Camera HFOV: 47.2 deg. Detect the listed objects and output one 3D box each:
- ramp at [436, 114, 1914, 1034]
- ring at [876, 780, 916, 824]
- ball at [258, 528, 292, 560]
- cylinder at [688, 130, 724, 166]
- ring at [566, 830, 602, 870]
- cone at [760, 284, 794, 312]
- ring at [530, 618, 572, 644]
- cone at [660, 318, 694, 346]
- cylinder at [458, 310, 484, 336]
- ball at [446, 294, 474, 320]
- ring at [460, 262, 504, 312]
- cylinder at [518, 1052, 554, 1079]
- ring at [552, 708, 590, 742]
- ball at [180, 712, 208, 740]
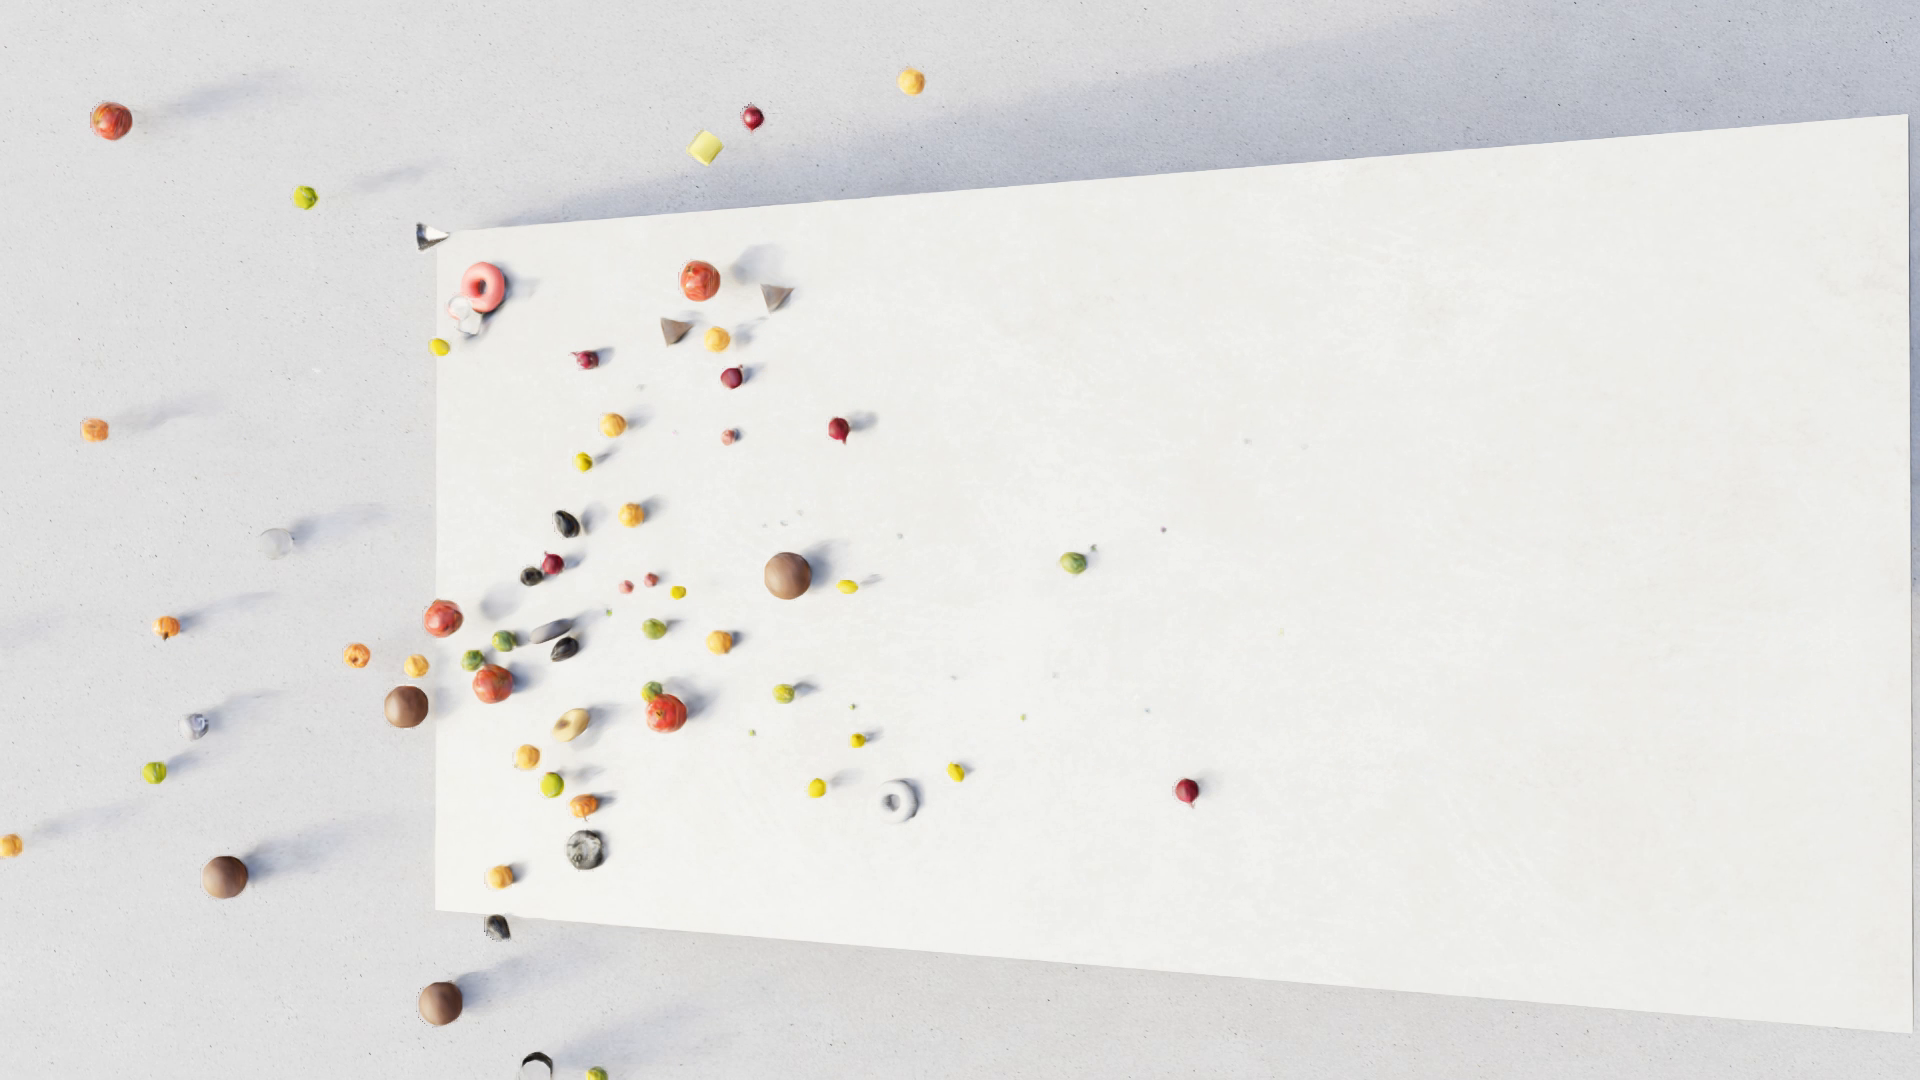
[{"bbox_3d":[0.282,0.081,5.686,4.000,0.100,2.000,0,89,25],"label":"ramp"},{"bbox_3d":[-0.171,0.691,5.817,0.118,0.039,0.118,0,89,24],"label":"ring"},{"bbox_3d":[-2.035,0.010,6.540,0.097,0.097,0.097,0,89,0],"label":"ball"},{"bbox_3d":[-0.722,-1.115,6.260,0.072,0.072,0.072,38,85,0],"label":"cylinder"},{"bbox_3d":[-1.065,0.880,6.239,0.118,0.039,0.118,0,90,25],"label":"ring"},{"bbox_3d":[-0.491,-0.671,5.984,0.086,0.086,0.086,-18,89,-3],"label":"cone"},{"bbox_3d":[-1.161,0.258,6.245,0.125,0.125,0.042,-24,88,0],"label":"ring"},{"bbox_3d":[-0.782,-0.588,6.120,0.088,0.088,0.088,-14,89,-2],"label":"cone"},{"bbox_3d":[-1.428,-0.635,6.412,0.063,0.063,0.063,15,96,0],"label":"cylinder"},{"bbox_3d":[-1.438,-0.668,6.325,0.075,0.075,0.075,0,89,0],"label":"ball"},{"bbox_3d":[-1.390,-0.735,6.405,0.147,0.049,0.147,0,90,25],"label":"ring"},{"bbox_3d":[-1.254,1.578,6.499,0.093,0.093,0.093,9,50,-11],"label":"cylinder"},{"bbox_3d":[-1.097,0.522,6.202,0.118,0.118,0.039,-35,119,0],"label":"ring"},{"bbox_3d":[-2.277,0.554,6.543,0.079,0.079,0.079,0,89,0],"label":"ball"}]
